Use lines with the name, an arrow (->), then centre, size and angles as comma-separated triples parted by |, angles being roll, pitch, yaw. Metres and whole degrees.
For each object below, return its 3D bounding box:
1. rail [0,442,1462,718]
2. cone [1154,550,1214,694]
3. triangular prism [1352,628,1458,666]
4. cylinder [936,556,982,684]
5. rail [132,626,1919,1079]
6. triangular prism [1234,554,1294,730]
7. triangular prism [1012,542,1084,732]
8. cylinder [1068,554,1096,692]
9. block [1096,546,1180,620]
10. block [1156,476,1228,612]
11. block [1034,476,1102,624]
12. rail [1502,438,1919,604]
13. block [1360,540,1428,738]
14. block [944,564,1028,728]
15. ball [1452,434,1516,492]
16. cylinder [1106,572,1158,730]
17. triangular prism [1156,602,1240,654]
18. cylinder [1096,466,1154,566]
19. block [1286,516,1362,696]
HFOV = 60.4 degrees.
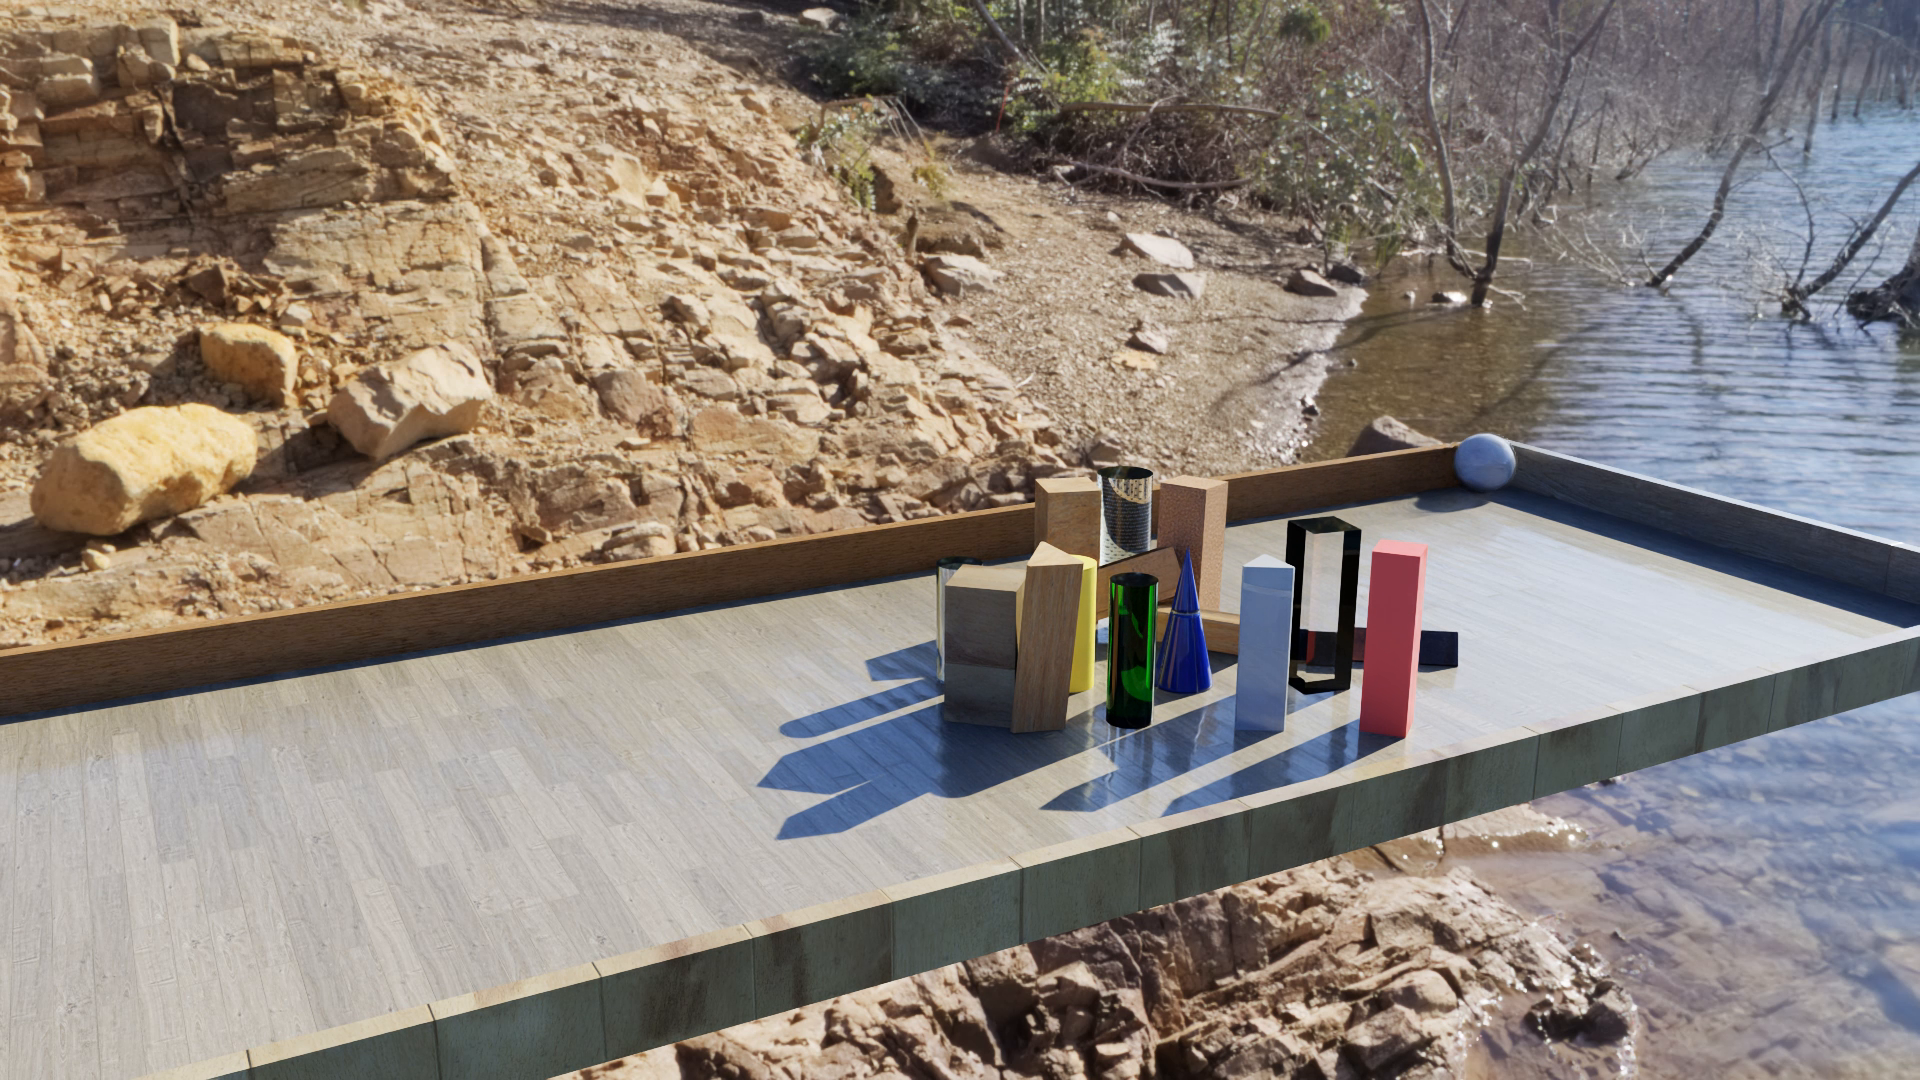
rail -> -3.305, 0.497, 3.399 | 12.000, 0.150, 0.050 | -9, 18, -27
cone -> 0.558, 0.186, 4.082 | 0.154, 0.361, 0.154 | 0, 16, 0
triangular prism -> 1.070, 0.266, 4.305 | 0.439, 0.078, 0.090 | 2, 17, 8
cylinder -> -0.001, 0.203, 4.125 | 0.116, 0.304, 0.116 | 0, 16, 0
rail -> -2.336, 1.006, 1.665 | 12.000, 0.150, 0.050 | -9, 18, -27
triangular prism -> 0.704, 0.238, 3.839 | 0.115, 0.398, 0.100 | 2, 16, 5
triangular prism -> 0.185, 0.223, 3.791 | 0.130, 0.436, 0.112 | -2, 27, -14
cylinder -> 0.271, 0.207, 4.087 | 0.128, 0.317, 0.128 | 0, 16, 0
block -> 0.397, 0.136, 4.454 | 0.388, 0.129, 0.129 | -17, 1, -10
block -> 0.639, 0.025, 4.582 | 0.138, 0.380, 0.138 | 11, 16, 32
block -> 0.296, 0.032, 4.569 | 0.149, 0.382, 0.149 | -3, 17, -11
rail -> 2.466, -0.048, 5.253 | 0.050, 0.150, 2.100 | -9, 18, -27
block -> 1.000, 0.227, 3.807 | 0.107, 0.437, 0.107 | 7, 18, 23
block -> 0.066, 0.249, 3.907 | 0.169, 0.337, 0.169 | 5, 17, 14
ball -> 1.879, -0.276, 5.915 | 0.213, 0.213, 0.213 | 0, 16, 0
cylinder -> 0.402, 0.259, 3.857 | 0.112, 0.348, 0.112 | 0, 16, 0
triangular prism -> 0.624, 0.220, 4.354 | 0.301, 0.108, 0.094 | 8, -17, 27
cylinder -> 0.478, -0.027, 4.828 | 0.162, 0.349, 0.162 | 0, 16, 0
block -> 0.888, 0.161, 4.076 | 0.129, 0.412, 0.129 | -5, 17, -18
